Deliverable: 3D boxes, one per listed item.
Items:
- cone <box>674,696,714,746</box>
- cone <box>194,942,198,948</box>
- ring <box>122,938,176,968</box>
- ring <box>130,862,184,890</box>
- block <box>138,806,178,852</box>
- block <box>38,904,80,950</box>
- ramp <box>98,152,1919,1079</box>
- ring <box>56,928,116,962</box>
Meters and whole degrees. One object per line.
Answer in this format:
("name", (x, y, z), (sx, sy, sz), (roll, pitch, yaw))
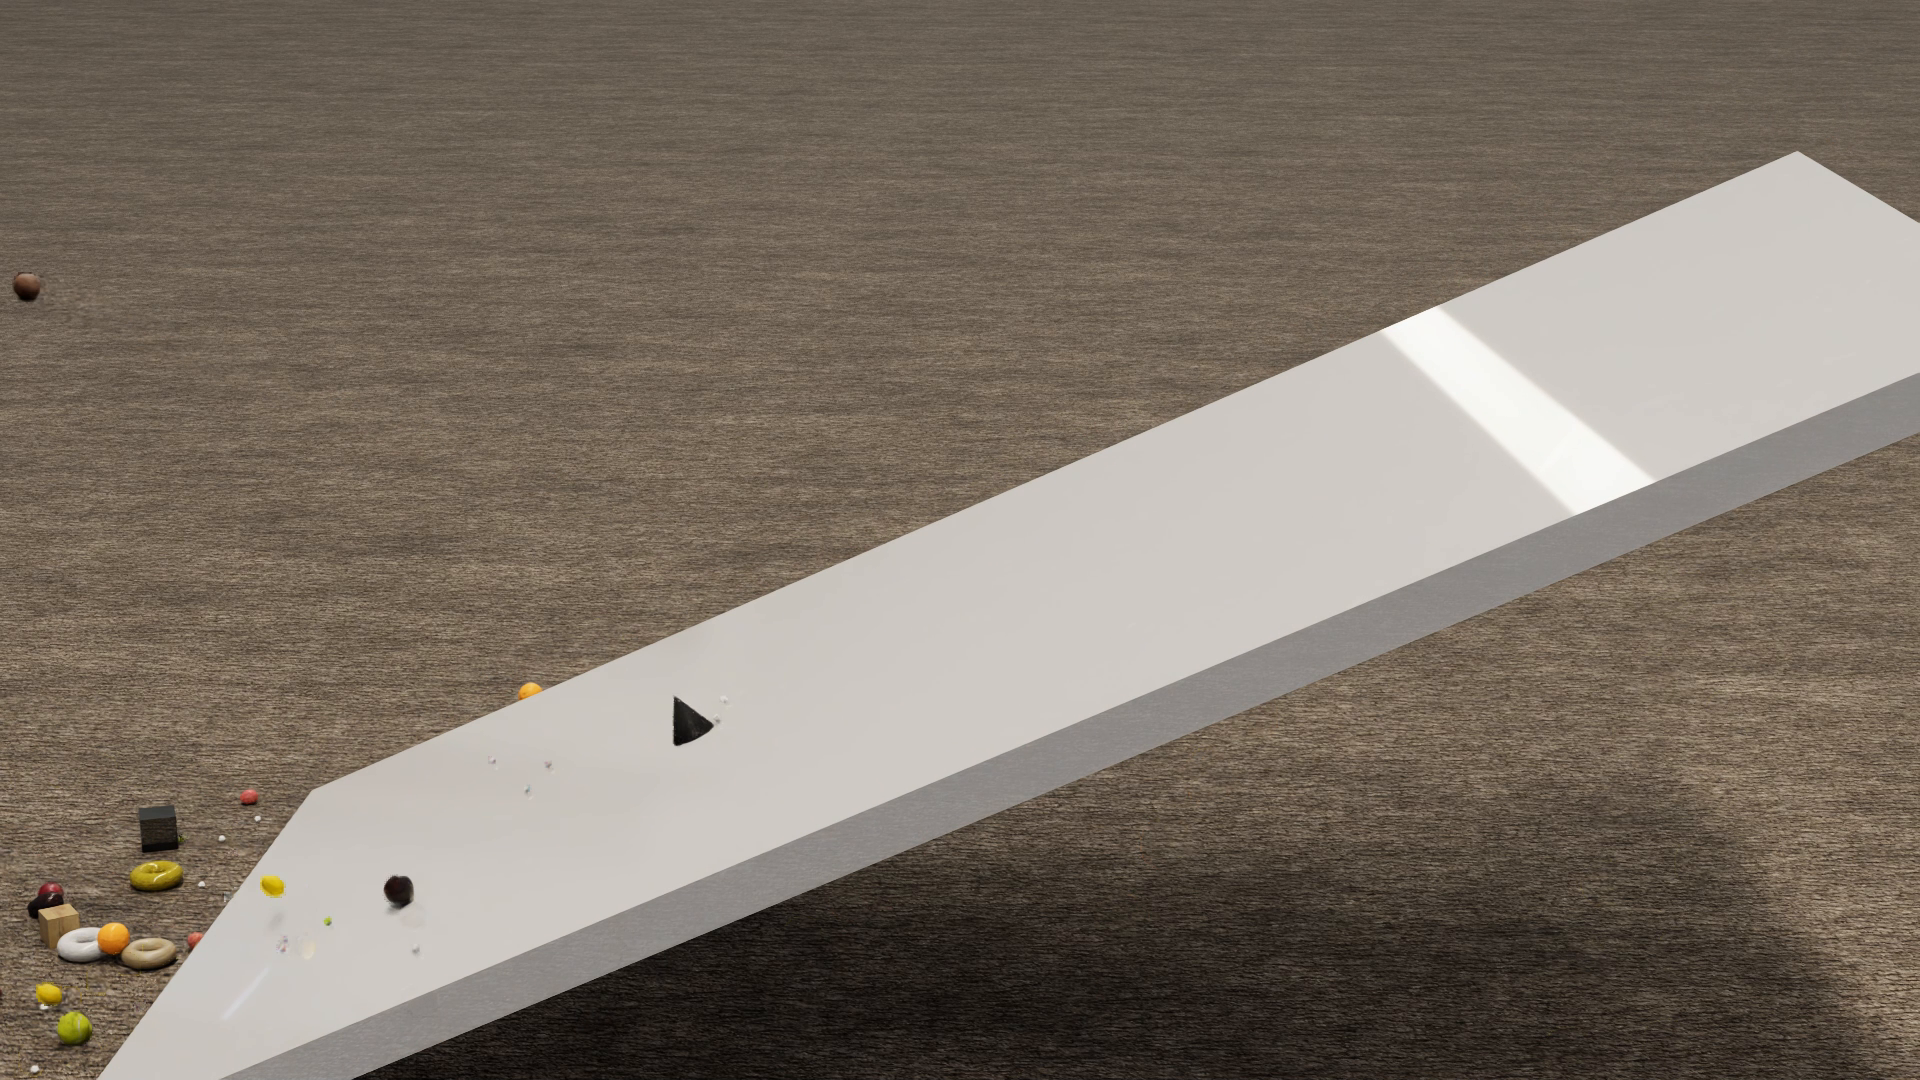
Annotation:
("cone", (-0.599, 0.379, 6.374), (0.098, 0.098, 0.098), (-24, 13, 6))
("cone", (-1.730, 0.939, 6.676), (0.060, 0.060, 0.060), (0, 15, 0))
("ring", (-1.848, 0.942, 6.702), (0.123, 0.041, 0.123), (1, 14, 0))
("ring", (-1.955, 0.817, 7.157), (0.128, 0.043, 0.128), (-1, 15, 0))
("block", (-2.017, 0.727, 7.401), (0.087, 0.087, 0.087), (-5, 16, -17))
("block", (-2.086, 0.895, 6.815), (0.072, 0.072, 0.072), (-10, 18, -32))
("ramp", (0.133, 0.170, 6.283), (4.000, 0.100, 2.000), (-23, 13, 9))
("ring", (-2.004, 0.929, 6.748), (0.131, 0.044, 0.131), (0, 16, 0))
